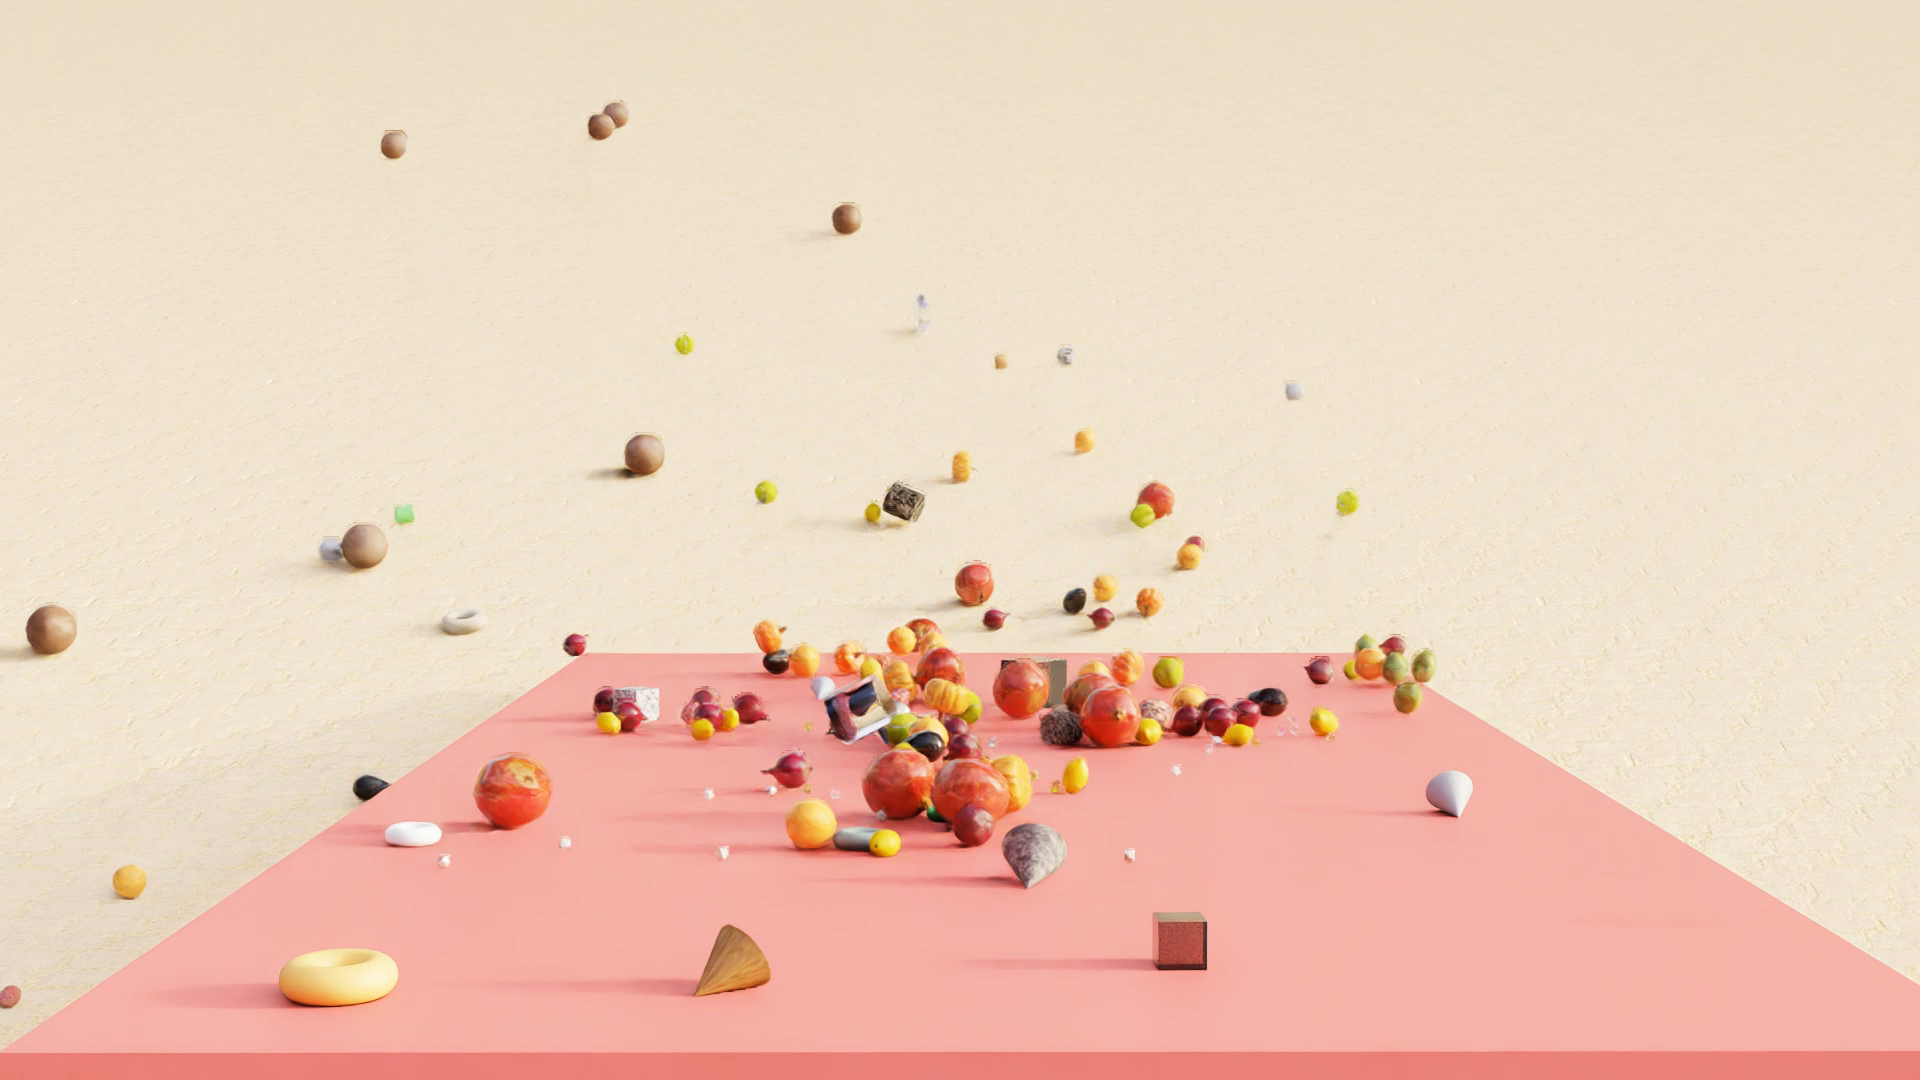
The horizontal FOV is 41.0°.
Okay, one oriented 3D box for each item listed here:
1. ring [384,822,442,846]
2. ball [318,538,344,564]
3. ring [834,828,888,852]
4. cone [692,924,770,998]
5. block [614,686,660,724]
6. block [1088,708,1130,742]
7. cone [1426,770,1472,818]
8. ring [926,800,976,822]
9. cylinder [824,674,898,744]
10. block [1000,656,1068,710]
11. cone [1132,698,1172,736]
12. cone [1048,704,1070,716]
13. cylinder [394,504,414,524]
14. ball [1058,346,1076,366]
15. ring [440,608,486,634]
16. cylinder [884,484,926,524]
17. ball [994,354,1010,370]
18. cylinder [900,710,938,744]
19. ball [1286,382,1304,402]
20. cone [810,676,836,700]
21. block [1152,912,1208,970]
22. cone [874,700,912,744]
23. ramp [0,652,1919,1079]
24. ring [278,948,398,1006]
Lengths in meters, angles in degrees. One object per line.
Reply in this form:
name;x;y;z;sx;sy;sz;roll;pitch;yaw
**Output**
ring;-0.793;0.427;3.726;0.081;0.027;0.081;1;4;0
ball;-1.799;0.031;7.351;0.072;0.072;0.072;0;21;0
ring;-0.142;0.429;3.681;0.079;0.026;0.079;1;2;0
cone;-0.261;0.473;2.788;0.079;0.079;0.079;18;42;39
block;-0.649;0.330;5.156;0.064;0.064;0.064;2;4;38
block;0.281;0.351;4.852;0.055;0.055;0.055;-2;4;-38
cone;0.765;0.409;3.976;0.074;0.074;0.074;-1;30;-2
ring;-0.013;0.415;3.929;0.077;0.026;0.077;-4;5;0
cylinder;-0.184;0.315;4.781;0.100;0.100;0.100;-26;18;11
block;0.155;0.299;5.387;0.099;0.099;0.099;3;4;41
cone;0.373;0.356;4.931;0.076;0.076;0.076;-1;30;-3
cone;0.209;0.358;4.955;0.064;0.064;0.064;-20;43;-41
cylinder;-1.657;-0.078;7.659;0.051;0.051;0.051;-8;22;-19
ball;0.378;-0.653;9.127;0.065;0.065;0.065;0;21;0
ring;-1.334;0.218;6.912;0.122;0.041;0.122;-1;20;0
cylinder;-0.165;-0.109;7.630;0.092;0.092;0.092;22;28;20
ball;0.147;-0.632;9.085;0.055;0.055;0.055;0;21;0
cylinder;-0.078;0.355;4.823;0.050;0.050;0.050;15;33;33
ball;1.139;-0.505;8.743;0.065;0.065;0.065;0;21;0
cone;-0.298;0.330;5.521;0.054;0.054;0.054;2;30;5
block;0.249;0.456;2.919;0.055;0.055;0.055;0;3;-3
cone;-0.135;0.360;4.817;0.089;0.089;0.089;1;30;4
ramp;0.049;0.446;4.532;2.000;0.100;4.000;0;3;0
ring;-0.670;0.471;2.772;0.126;0.042;0.126;0;4;0
